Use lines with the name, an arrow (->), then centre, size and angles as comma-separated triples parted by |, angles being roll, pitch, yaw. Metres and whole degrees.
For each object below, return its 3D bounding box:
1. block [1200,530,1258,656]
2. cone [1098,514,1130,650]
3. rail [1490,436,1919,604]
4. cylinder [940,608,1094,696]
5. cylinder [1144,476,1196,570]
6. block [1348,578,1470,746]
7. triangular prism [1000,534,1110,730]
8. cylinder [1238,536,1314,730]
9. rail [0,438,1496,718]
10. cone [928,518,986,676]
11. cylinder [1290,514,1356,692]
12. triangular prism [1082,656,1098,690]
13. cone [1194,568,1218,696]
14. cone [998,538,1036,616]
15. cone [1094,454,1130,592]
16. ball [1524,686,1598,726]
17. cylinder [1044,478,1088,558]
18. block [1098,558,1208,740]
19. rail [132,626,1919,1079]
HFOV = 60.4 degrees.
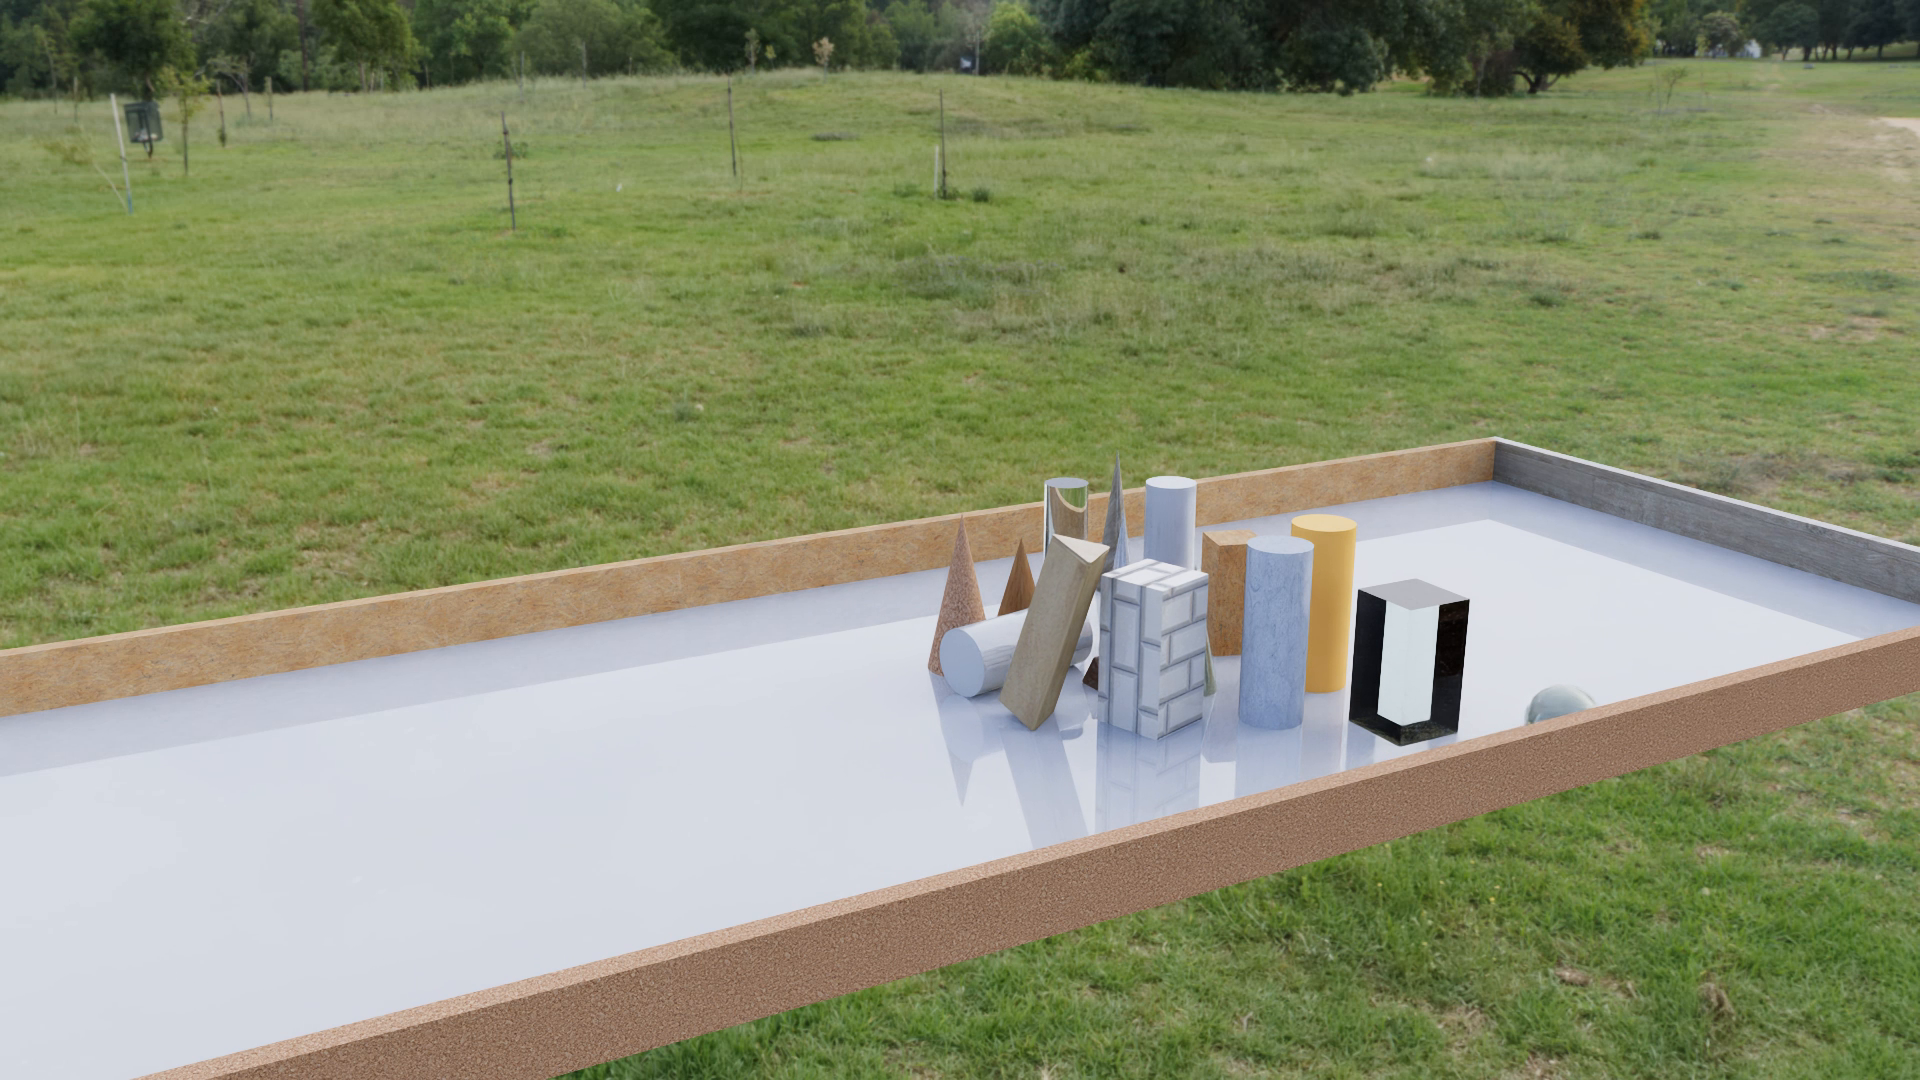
block -> 0.717, 0.138, 4.347 | 0.130, 0.303, 0.130 | -3, 17, -10
cone -> 0.423, 0.104, 4.316 | 0.115, 0.386, 0.115 | 0, 16, 0
rail -> 2.466, -0.048, 5.253 | 0.050, 0.150, 2.100 | -9, 18, -27
cylinder -> 0.144, 0.268, 4.140 | 0.362, 0.172, 0.172 | -13, 21, -38
cylinder -> 0.583, 0.023, 4.600 | 0.140, 0.381, 0.140 | 0, 16, 0
block -> 1.038, 0.280, 3.820 | 0.176, 0.328, 0.176 | -8, 18, -26
triangular prism -> 0.204, 0.207, 3.832 | 0.119, 0.444, 0.137 | 24, 23, 17
cylinder -> 0.738, 0.216, 3.858 | 0.152, 0.430, 0.152 | 0, 16, 0
rail -> -3.305, 0.497, 3.399 | 12.000, 0.150, 0.050 | -9, 18, -27
cone -> 0.005, 0.128, 4.193 | 0.177, 0.409, 0.177 | 0, 16, 0
cylinder -> 0.890, 0.157, 4.086 | 0.156, 0.415, 0.156 | 0, 16, 0
triangular prism -> 0.464, 0.305, 4.165 | 0.311, 0.081, 0.093 | -10, 19, -30
cone -> 0.574, 0.213, 4.059 | 0.133, 0.322, 0.133 | 0, 16, 0
cone -> 0.160, 0.138, 4.351 | 0.171, 0.301, 0.171 | 0, 16, 0
cone -> 0.455, -0.062, 4.809 | 0.116, 0.426, 0.116 | 0, 16, 0
ball -> 1.344, 0.407, 3.675 | 0.167, 0.167, 0.167 | 0, 16, 0
cylinder -> 0.295, 0.020, 4.625 | 0.123, 0.373, 0.123 | 0, 16, 0
block -> 0.450, 0.252, 3.856 | 0.176, 0.361, 0.176 | 15, 22, 41
rail -> -2.336, 1.006, 1.665 | 12.000, 0.150, 0.050 | -9, 18, -27
